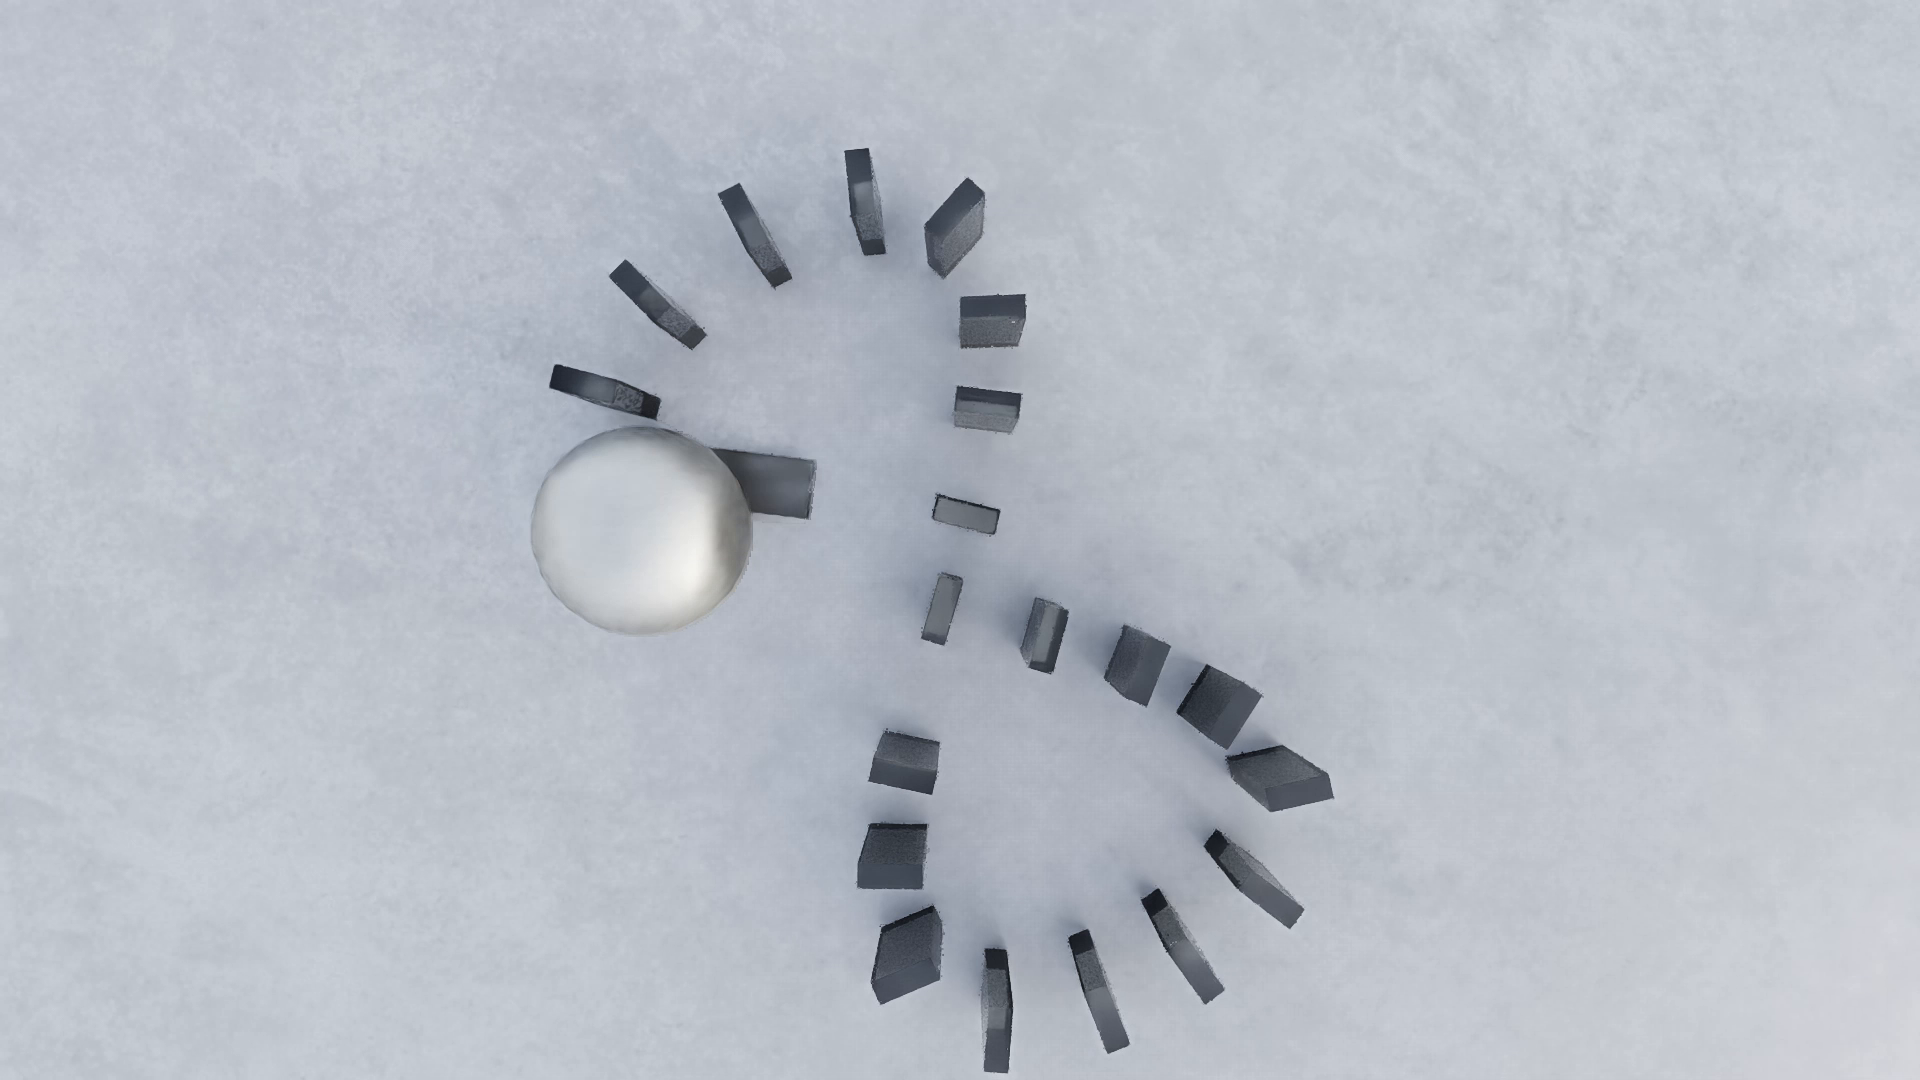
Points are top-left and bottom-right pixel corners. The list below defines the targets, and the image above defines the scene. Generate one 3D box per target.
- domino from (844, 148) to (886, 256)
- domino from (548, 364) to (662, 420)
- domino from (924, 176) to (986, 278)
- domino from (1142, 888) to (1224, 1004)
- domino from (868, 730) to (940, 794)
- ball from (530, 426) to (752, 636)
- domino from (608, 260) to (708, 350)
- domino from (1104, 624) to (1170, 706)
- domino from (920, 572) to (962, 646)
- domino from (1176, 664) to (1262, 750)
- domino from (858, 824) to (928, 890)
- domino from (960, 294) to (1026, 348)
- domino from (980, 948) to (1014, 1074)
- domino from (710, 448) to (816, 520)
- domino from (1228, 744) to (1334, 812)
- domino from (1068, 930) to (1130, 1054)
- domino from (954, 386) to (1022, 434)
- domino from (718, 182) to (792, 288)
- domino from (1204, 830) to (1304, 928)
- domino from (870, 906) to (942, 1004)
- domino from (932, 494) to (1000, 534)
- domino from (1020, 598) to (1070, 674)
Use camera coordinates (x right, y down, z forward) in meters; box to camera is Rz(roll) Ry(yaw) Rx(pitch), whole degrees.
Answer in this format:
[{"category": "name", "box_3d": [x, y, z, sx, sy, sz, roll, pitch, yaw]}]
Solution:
[{"category": "domino", "box_3d": [-0.038, -0.137, 0.375, 0.010, 0.050, 0.025, -6, 90, 0]}, {"category": "domino", "box_3d": [-0.144, -0.060, 0.375, 0.025, 0.050, 0.009, 14, 91, 0]}, {"category": "domino", "box_3d": [-0.002, -0.126, 0.375, 0.009, 0.050, 0.025, 42, 90, 0]}, {"category": "domino", "box_3d": [0.090, 0.165, 0.375, 0.009, 0.050, 0.025, -36, 90, 0]}, {"category": "domino", "box_3d": [-0.022, 0.090, 0.375, 0.025, 0.050, 0.009, 12, 90, 0]}, {"category": "ball", "box_3d": [-0.121, -0.004, 0.353, 0.080, 0.080, 0.080, 0, 90, 0]}, {"category": "domino", "box_3d": [-0.122, -0.095, 0.375, 0.010, 0.050, 0.025, -44, 90, 0]}, {"category": "domino", "box_3d": [0.072, 0.050, 0.375, 0.009, 0.050, 0.025, 22, 90, 0]}, {"category": "domino", "box_3d": [-0.007, 0.027, 0.375, 0.009, 0.050, 0.025, 16, 90, 0]}, {"category": "domino", "box_3d": [0.105, 0.067, 0.375, 0.009, 0.050, 0.025, 33, 90, 0]}, {"category": "domino", "box_3d": [-0.027, 0.129, 0.375, 0.025, 0.050, 0.009, 1, 90, 0]}, {"category": "domino", "box_3d": [0.013, -0.089, 0.375, 0.025, 0.050, 0.009, -2, 90, 0]}, {"category": "domino", "box_3d": [0.015, 0.191, 0.375, 0.010, 0.050, 0.025, 4, 90, 0]}, {"category": "domino", "box_3d": [-0.089, -0.025, 0.395, 0.050, 0.010, 0.025, 7, 90, 0]}, {"category": "domino", "box_3d": [0.130, 0.097, 0.375, 0.025, 0.050, 0.010, -13, 90, 0]}, {"category": "domino", "box_3d": [0.056, 0.183, 0.375, 0.010, 0.050, 0.025, -22, 90, 0]}, {"category": "domino", "box_3d": [0.011, -0.053, 0.375, 0.025, 0.050, 0.009, 7, 90, 0]}, {"category": "domino", "box_3d": [-0.083, -0.123, 0.375, 0.010, 0.050, 0.025, -27, 90, 0]}, {"category": "domino", "box_3d": [0.119, 0.137, 0.375, 0.025, 0.050, 0.010, 37, 90, 0]}, {"category": "domino", "box_3d": [-0.021, 0.169, 0.375, 0.025, 0.050, 0.010, -23, 90, 0]}, {"category": "domino", "box_3d": [0.002, -0.010, 0.375, 0.025, 0.050, 0.009, 14, 90, 0]}, {"category": "domino", "box_3d": [0.034, 0.038, 0.375, 0.010, 0.050, 0.025, 16, 90, 0]}]
